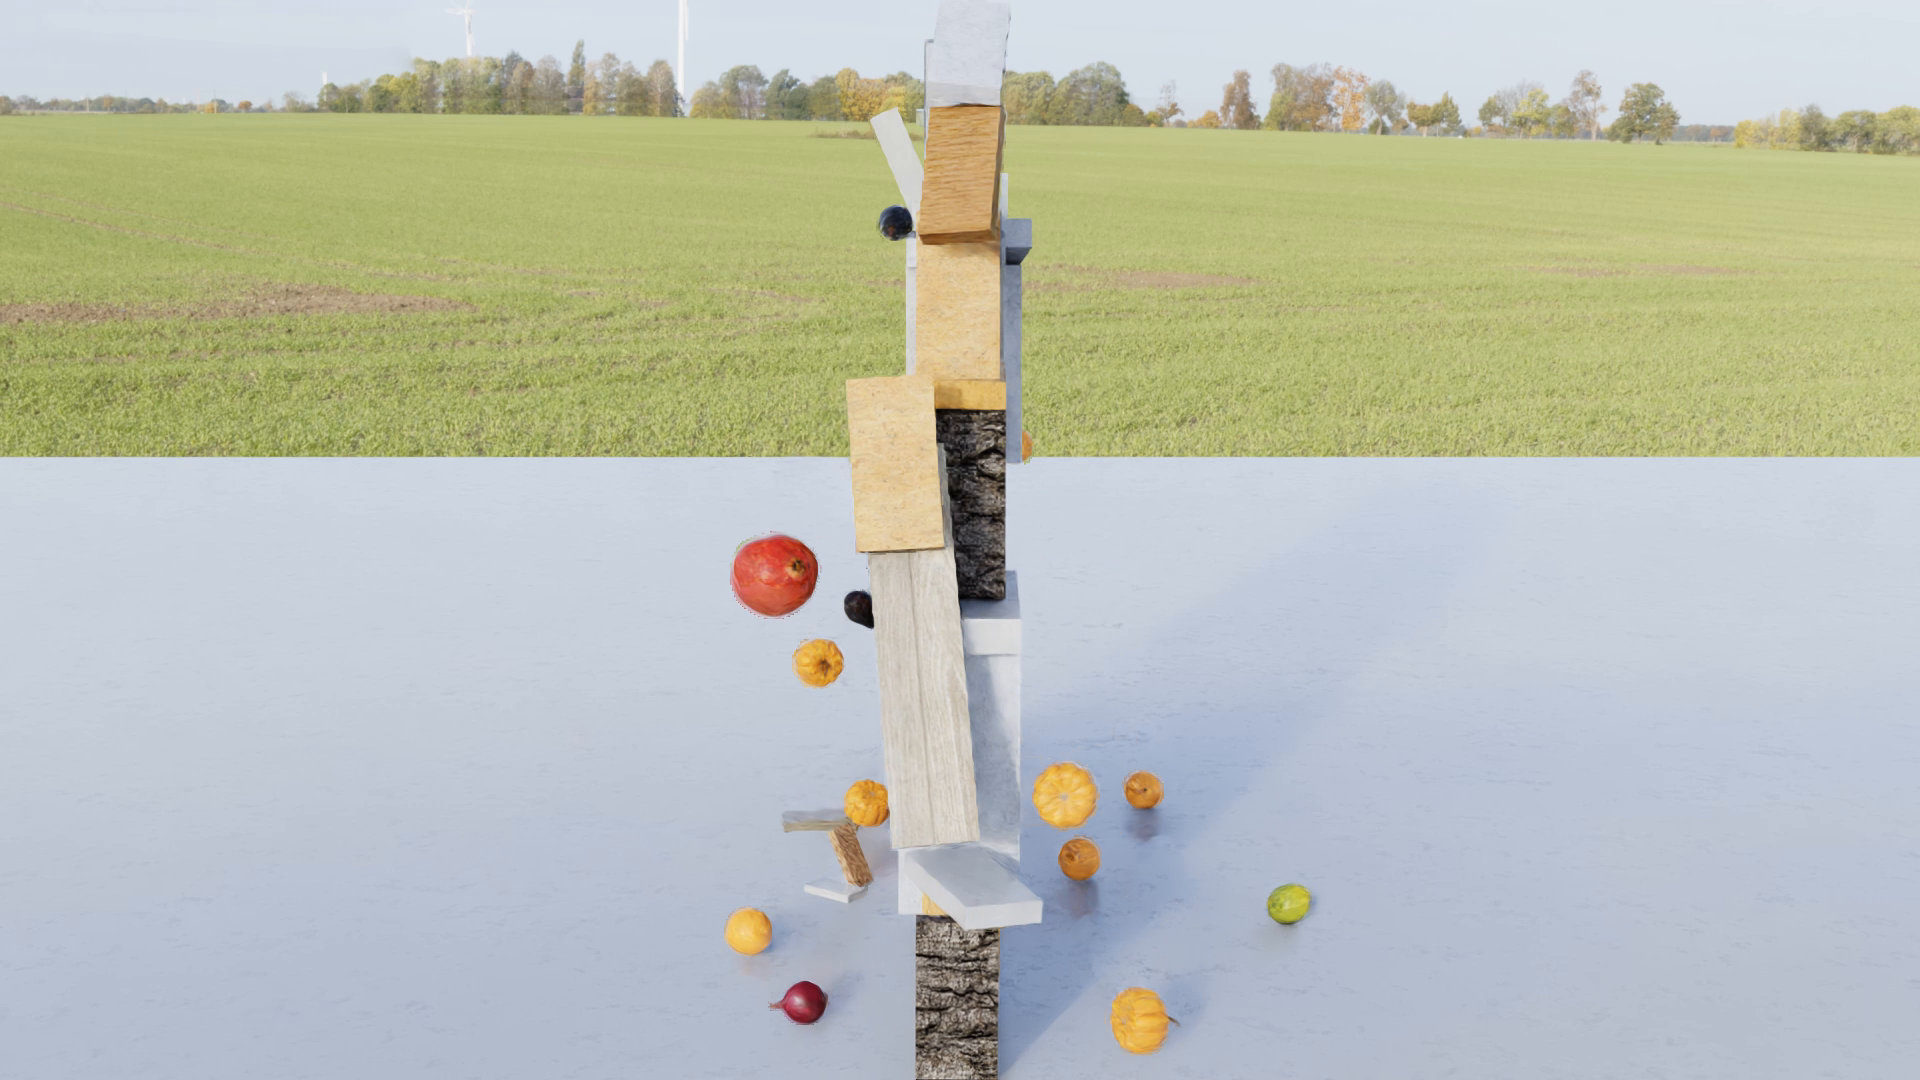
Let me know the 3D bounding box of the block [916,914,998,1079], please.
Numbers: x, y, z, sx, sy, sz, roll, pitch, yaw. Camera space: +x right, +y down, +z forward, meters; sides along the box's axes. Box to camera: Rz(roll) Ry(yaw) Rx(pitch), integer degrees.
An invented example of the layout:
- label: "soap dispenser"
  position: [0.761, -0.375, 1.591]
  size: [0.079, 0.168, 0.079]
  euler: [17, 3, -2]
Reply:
- label: "block"
  position: [-0.004, 0.612, 2.943]
  size: [0.110, 0.221, 0.031]
  euler: [0, 10, 0]

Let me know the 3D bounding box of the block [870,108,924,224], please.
- label: "block"
  position: [-0.036, -0.491, 3.621]
  size: [0.047, 0.454, 0.013]
  euler: [-22, 13, 5]

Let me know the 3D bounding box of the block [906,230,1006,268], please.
- label: "block"
  position: [-0.005, -0.460, 3.465]
  size: [0.150, 0.043, 0.301]
  euler: [0, 10, 0]

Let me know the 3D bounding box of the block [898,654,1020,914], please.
- label: "block"
  position: [-0.001, 0.340, 3.142]
  size: [0.173, 0.392, 0.049]
  euler: [0, 11, 0]

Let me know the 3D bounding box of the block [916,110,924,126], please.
- label: "block"
  position: [-0.020, -0.666, 3.473]
  size: [0.085, 0.024, 0.169]
  euler: [-1, 12, -6]

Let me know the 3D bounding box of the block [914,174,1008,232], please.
- label: "block"
  position: [0.001, -0.422, 4.027]
  size: [0.171, 0.492, 0.048]
  euler: [0, 8, 0]

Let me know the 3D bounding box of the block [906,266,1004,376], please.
- label: "block"
  position: [-0.007, -0.264, 3.398]
  size: [0.150, 0.317, 0.043]
  euler: [0, 8, 1]

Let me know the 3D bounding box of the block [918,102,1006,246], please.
- label: "block"
  position: [0.003, -0.511, 3.065]
  size: [0.103, 0.206, 0.029]
  euler: [-2, -23, 15]

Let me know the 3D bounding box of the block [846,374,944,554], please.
- label: "block"
  position: [-0.090, -0.104, 3.014]
  size: [0.118, 0.237, 0.034]
  euler: [-4, -4, -1]

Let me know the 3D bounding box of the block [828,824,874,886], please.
- label: "block"
  position: [-0.184, 0.533, 3.701]
  size: [0.015, 0.103, 0.052]
  euler: [-24, -4, 31]

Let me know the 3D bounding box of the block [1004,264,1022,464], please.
- label: "block"
  position: [0.019, -0.305, 3.810]
  size: [0.171, 0.342, 0.048]
  euler: [-1, 10, -5]

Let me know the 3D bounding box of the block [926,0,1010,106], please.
- label: "block"
  position: [0.013, -0.697, 3.131]
  size: [0.103, 0.029, 0.206]
  euler: [6, 48, 1]

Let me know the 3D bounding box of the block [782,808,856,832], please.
- label: "block"
  position: [-0.259, 0.514, 4.031]
  size: [0.131, 0.019, 0.066]
  euler: [-2, 11, -9]

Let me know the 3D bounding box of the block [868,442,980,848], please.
- label: "block"
  position: [-0.056, 0.142, 3.018]
  size: [0.118, 0.550, 0.034]
  euler: [-5, -10, -1]

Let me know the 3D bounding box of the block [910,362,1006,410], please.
- label: "block"
  position: [-0.002, -0.229, 3.242]
  size: [0.137, 0.039, 0.274]
  euler: [0, 11, 1]

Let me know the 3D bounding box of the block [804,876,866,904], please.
- label: "block"
  position: [-0.207, 0.584, 3.666]
  size: [0.095, 0.013, 0.047]
  euler: [8, 13, 36]

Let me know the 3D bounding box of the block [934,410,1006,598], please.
- label: "block"
  position: [-0.003, -0.054, 3.163]
  size: [0.137, 0.275, 0.039]
  euler: [0, 3, 0]

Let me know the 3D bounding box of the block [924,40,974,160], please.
- label: "block"
  position: [-0.001, -0.584, 3.231]
  size: [0.103, 0.292, 0.029]
  euler: [-1, 20, -6]

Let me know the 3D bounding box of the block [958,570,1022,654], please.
- label: "block"
  position: [0.000, 0.102, 3.216]
  size: [0.173, 0.049, 0.346]
  euler: [0, 11, 0]

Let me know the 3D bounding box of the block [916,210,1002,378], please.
- label: "block"
  position: [-0.002, -0.351, 3.140]
  size: [0.118, 0.237, 0.034]
  euler: [1, 9, 3]

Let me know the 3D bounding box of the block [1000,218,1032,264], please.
- label: "block"
  position: [0.019, -0.501, 3.809]
  size: [0.171, 0.048, 0.342]
  euler: [-1, -2, -5]

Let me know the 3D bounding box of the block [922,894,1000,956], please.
- label: "block"
  position: [0.000, 0.578, 3.112]
  size: [0.110, 0.220, 0.031]
  euler: [3, 2, 4]

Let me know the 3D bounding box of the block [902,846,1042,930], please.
- label: "block"
  position: [0.015, 0.472, 2.994]
  size: [0.110, 0.031, 0.221]
  euler: [-1, 12, -23]
